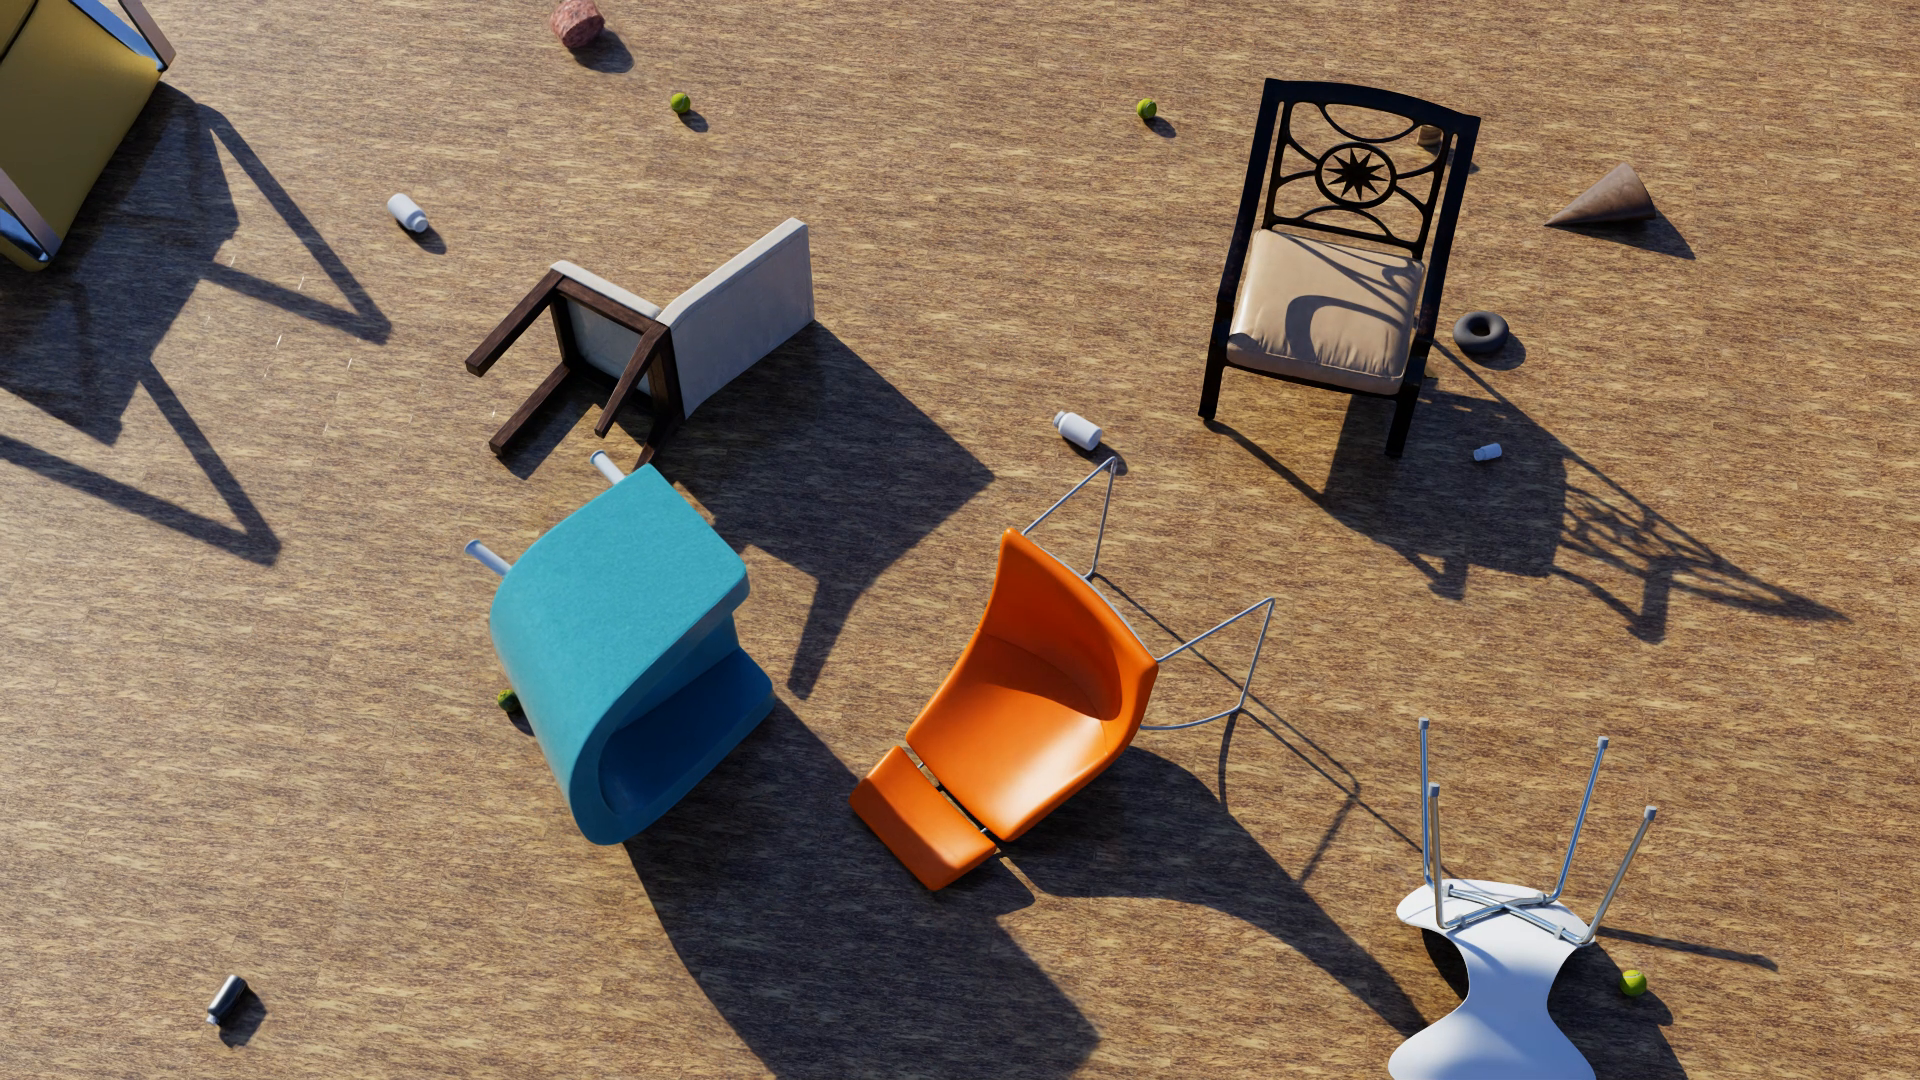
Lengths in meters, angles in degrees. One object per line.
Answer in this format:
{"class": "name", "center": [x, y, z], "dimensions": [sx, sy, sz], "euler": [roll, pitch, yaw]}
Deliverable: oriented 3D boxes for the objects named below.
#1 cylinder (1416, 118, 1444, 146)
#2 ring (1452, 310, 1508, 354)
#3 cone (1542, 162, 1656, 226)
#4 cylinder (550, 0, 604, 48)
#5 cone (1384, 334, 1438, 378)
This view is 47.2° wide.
{"class": "cylinder", "center": [1.593, -1.382, 7.444], "dimensions": [0.081, 0.095, 0.044], "euler": [-7, 56, -5]}
{"class": "ring", "center": [1.654, -0.660, 6.984], "dimensions": [0.184, 0.055, 0.155], "euler": [-19, 57, -11]}
{"class": "cone", "center": [2.083, -1.098, 7.271], "dimensions": [0.337, 0.132, 0.260], "euler": [-20, 54, 0]}
{"class": "cylinder", "center": [-1.346, -1.822, 7.730], "dimensions": [0.167, 0.104, 0.117], "euler": [-34, 61, -2]}
{"class": "cone", "center": [1.436, -0.553, 6.918], "dimensions": [0.169, 0.089, 0.128], "euler": [32, 71, 2]}
